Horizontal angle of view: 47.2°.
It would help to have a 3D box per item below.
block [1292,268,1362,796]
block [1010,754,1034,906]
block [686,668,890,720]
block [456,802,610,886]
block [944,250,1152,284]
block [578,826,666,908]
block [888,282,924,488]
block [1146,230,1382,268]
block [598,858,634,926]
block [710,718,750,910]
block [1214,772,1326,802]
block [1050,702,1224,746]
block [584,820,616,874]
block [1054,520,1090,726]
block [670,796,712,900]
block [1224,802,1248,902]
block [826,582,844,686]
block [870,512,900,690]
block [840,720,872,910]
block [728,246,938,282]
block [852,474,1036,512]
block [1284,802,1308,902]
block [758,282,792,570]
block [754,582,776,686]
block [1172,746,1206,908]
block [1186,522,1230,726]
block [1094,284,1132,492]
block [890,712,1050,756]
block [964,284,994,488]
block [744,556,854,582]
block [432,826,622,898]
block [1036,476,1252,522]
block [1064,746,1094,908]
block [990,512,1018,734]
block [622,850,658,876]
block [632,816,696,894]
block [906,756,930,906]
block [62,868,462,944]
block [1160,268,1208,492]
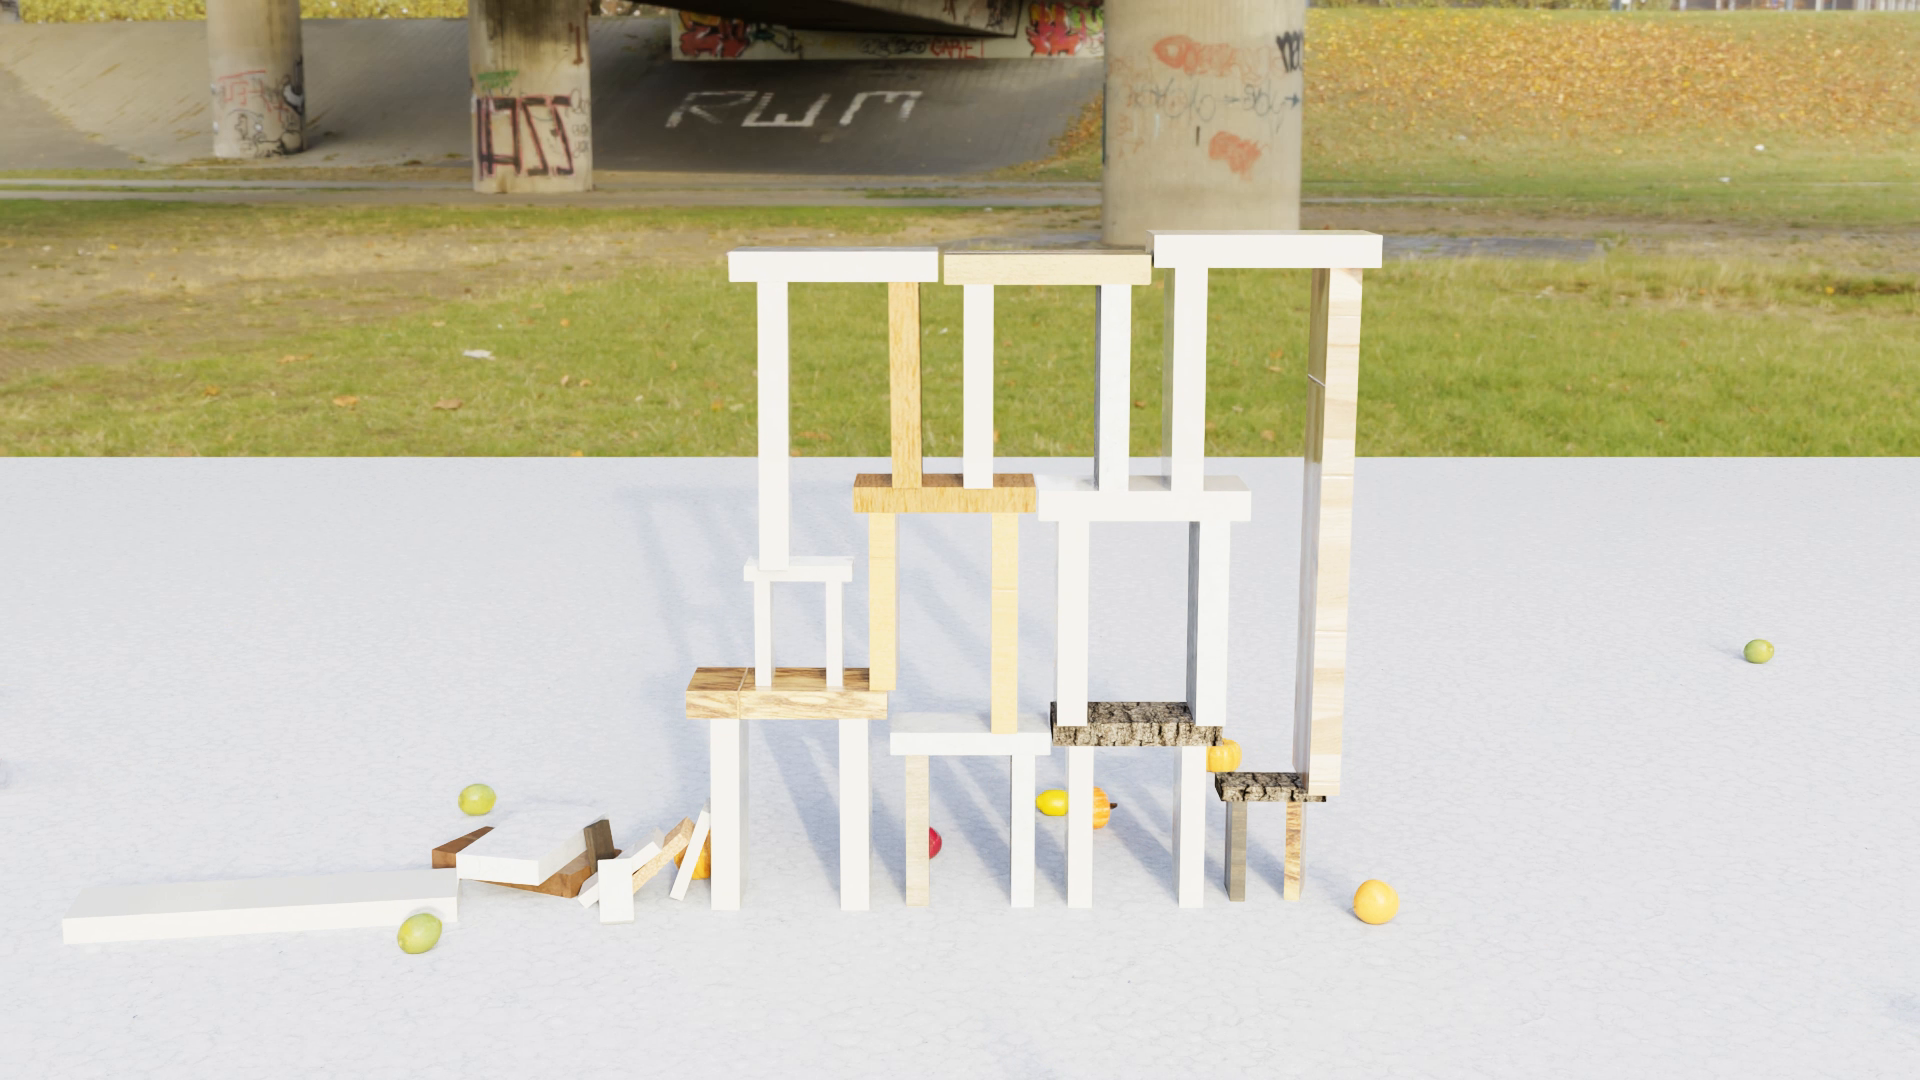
[{"bbox_3d":[0.591,-0.020,3.556,0.050,0.846,0.175,1,11,0],"label":"block"},{"bbox_3d":[0.103,0.463,3.646,0.037,0.258,0.129,0,11,0],"label":"block"},{"bbox_3d":[-0.279,0.250,3.607,0.322,0.046,0.161,0,11,0],"label":"block"},{"bbox_3d":[-0.721,0.514,3.739,0.146,0.041,0.292,3,11,14],"label":"block"},{"bbox_3d":[0.135,-0.432,3.476,0.320,0.045,0.160,0,11,0],"label":"block"},{"bbox_3d":[-0.558,0.540,3.628,0.157,0.022,0.079,-37,10,4],"label":"block"},{"bbox_3d":[-0.086,-0.255,3.513,0.046,0.323,0.162,-1,11,0],"label":"block"},{"bbox_3d":[0.475,-0.461,3.475,0.350,0.050,0.175,0,11,0],"label":"block"},{"bbox_3d":[-0.555,0.567,3.548,0.053,0.106,0.015,-2,-32,-10],"label":"block"},{"bbox_3d":[-0.380,0.431,3.640,0.046,0.322,0.161,1,11,0],"label":"block"},{"bbox_3d":[0.512,0.408,3.634,0.173,0.024,0.086,0,11,-1],"label":"block"},{"bbox_3d":[0.287,0.302,3.616,0.274,0.039,0.137,0,11,0],"label":"block"},{"bbox_3d":[-0.603,0.529,3.703,0.015,0.106,0.053,-7,6,28],"label":"block"},{"bbox_3d":[0.180,0.119,3.581,0.047,0.334,0.167,0,11,0],"label":"block"},{"bbox_3d":[-0.441,0.513,3.658,0.022,0.158,0.079,20,10,-3],"label":"block"},{"bbox_3d":[0.458,0.504,3.657,0.024,0.173,0.086,0,11,0],"label":"block"},{"bbox_3d":[-0.203,0.144,3.585,0.024,0.173,0.086,0,11,0],"label":"block"},{"bbox_3d":[-0.122,0.086,3.578,0.041,0.289,0.144,0,11,1],"label":"block"},{"bbox_3d":[-0.171,0.431,3.640,0.046,0.322,0.161,0,11,0],"label":"block"},{"bbox_3d":[-0.196,-0.437,3.481,0.323,0.046,0.162,0,11,0],"label":"block"},{"bbox_3d":[-0.025,-0.076,3.548,0.289,0.041,0.144,0,11,0],"label":"block"},{"bbox_3d":[0.559,0.504,3.660,0.024,0.173,0.086,3,11,15],"label":"block"},{"bbox_3d":[-0.296,-0.191,3.527,0.046,0.456,0.162,0,11,-2],"label":"block"},{"bbox_3d":[-0.318,0.143,3.585,0.024,0.173,0.086,0,11,0],"label":"block"},{"bbox_3d":[0.379,0.455,3.646,0.039,0.274,0.137,0,11,0],"label":"block"},{"bbox_3d":[0.402,0.119,3.580,0.047,0.334,0.167,0,11,0],"label":"block"},{"bbox_3d":[0.242,-0.250,3.509,0.045,0.324,0.160,0,11,0],"label":"block"},{"bbox_3d":[0.017,0.318,3.618,0.258,0.037,0.129,0,11,0],"label":"block"},{"bbox_3d":[0.028,-0.253,3.510,0.045,0.320,0.160,0,11,0],"label":"block"},{"bbox_3d":[-0.260,0.046,3.568,0.173,0.024,0.086,0,11,0],"label":"block"},{"bbox_3d":[-0.742,0.550,3.769,0.292,0.041,0.146,5,12,26],"label":"block"},{"bbox_3d":[0.291,-0.068,3.546,0.334,0.047,0.167,0,11,0],"label":"block"},{"bbox_3d":[0.196,0.455,3.646,0.039,0.274,0.137,0,11,0],"label":"block"},{"bbox_3d":[0.072,0.122,3.584,0.041,0.362,0.144,0,11,0],"label":"block"},{"bbox_3d":[-0.560,0.558,3.798,0.053,0.015,0.106,-4,11,-19],"label":"block"},{"bbox_3d":[-0.506,0.530,3.642,0.157,0.022,0.079,-42,9,10],"label":"block"},{"bbox_3d":[-0.069,0.463,3.646,0.037,0.258,0.129,0,11,0],"label":"block"},{"bbox_3d":[-1.117,0.590,3.557,0.601,0.041,0.146,-2,11,-9],"label":"block"},{"bbox_3d":[0.357,-0.264,3.513,0.050,0.350,0.175,0,11,0],"label":"block"}]
